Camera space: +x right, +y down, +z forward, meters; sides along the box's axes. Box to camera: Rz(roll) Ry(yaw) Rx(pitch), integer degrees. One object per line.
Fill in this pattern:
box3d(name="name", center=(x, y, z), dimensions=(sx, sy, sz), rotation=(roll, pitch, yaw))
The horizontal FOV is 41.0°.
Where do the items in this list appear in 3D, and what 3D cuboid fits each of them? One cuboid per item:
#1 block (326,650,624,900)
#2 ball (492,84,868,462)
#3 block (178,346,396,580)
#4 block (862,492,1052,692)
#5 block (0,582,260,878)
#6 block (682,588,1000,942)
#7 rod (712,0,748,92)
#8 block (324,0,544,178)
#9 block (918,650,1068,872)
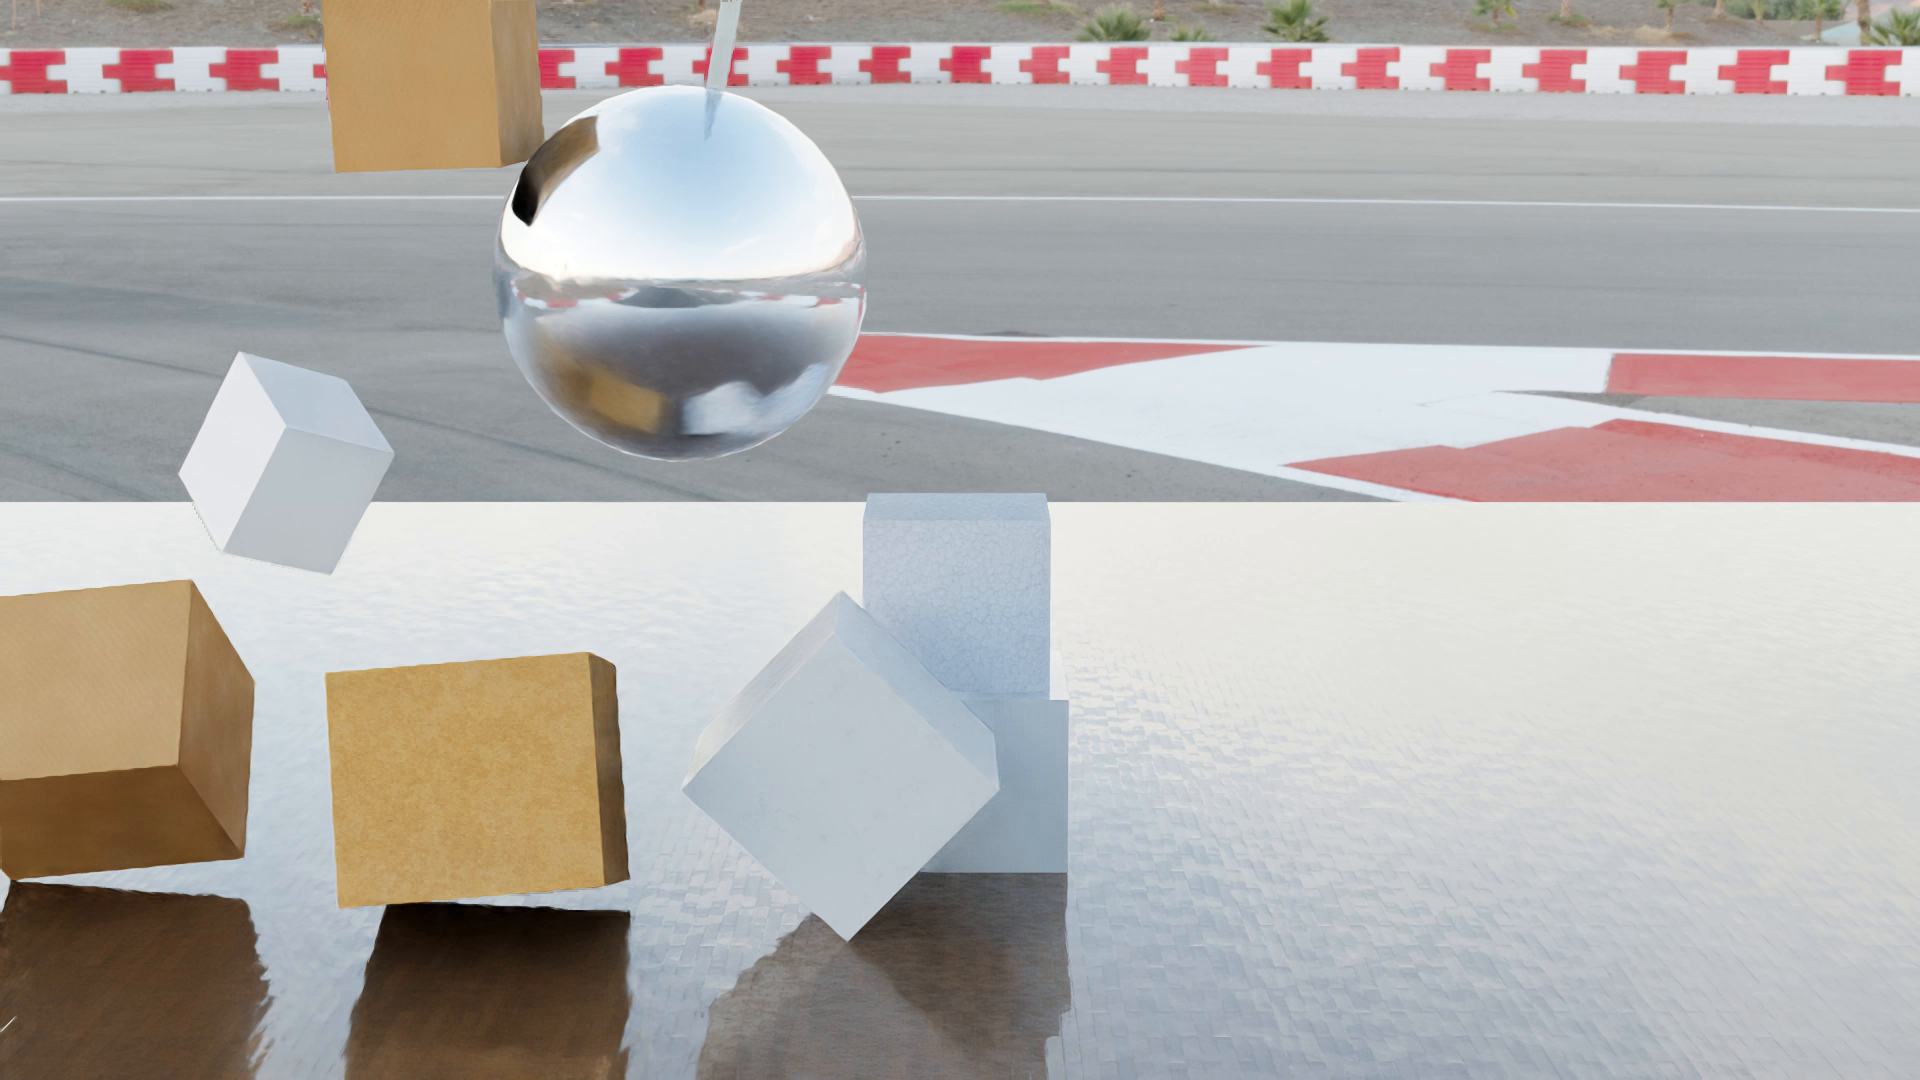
box3d(name="block", center=(-1.971, 0.995, 10.623), dimensions=(1.043, 0.930, 0.997), rotation=(3, -9, -4))
box3d(name="ball", center=(-1.190, -1.135, 10.974), dimensions=(1.600, 1.600, 1.600), rotation=(0, 10, 0))
box3d(name="block", center=(-2.927, -0.330, 11.133), dimensions=(0.528, 0.642, 0.635), rotation=(25, 18, -41))
box3d(name="block", center=(-0.014, 0.228, 11.734), dimensions=(0.830, 0.774, 0.756), rotation=(0, 10, 0))
box3d(name="block", center=(-3.727, 0.833, 11.116), dimensions=(1.033, 0.874, 0.972), rotation=(4, -31, 0))
box3d(name="block", center=(-0.490, 0.930, 10.843), dimensions=(0.895, 0.931, 0.921), rotation=(-44, 8, 7))
box3d(name="rod", center=(-0.516, -4.414, 10.378), dimensions=(0.080, 5.200, 0.080), rotation=(11, 10, -2))
box3d(name="block", center=(-2.212, -1.966, 10.864), dimensions=(0.690, 0.744, 0.840), rotation=(6, 12, 2))
box3d(name="block", center=(-0.020, 1.004, 11.837), dimensions=(0.996, 0.790, 0.986), rotation=(0, 10, 0))
